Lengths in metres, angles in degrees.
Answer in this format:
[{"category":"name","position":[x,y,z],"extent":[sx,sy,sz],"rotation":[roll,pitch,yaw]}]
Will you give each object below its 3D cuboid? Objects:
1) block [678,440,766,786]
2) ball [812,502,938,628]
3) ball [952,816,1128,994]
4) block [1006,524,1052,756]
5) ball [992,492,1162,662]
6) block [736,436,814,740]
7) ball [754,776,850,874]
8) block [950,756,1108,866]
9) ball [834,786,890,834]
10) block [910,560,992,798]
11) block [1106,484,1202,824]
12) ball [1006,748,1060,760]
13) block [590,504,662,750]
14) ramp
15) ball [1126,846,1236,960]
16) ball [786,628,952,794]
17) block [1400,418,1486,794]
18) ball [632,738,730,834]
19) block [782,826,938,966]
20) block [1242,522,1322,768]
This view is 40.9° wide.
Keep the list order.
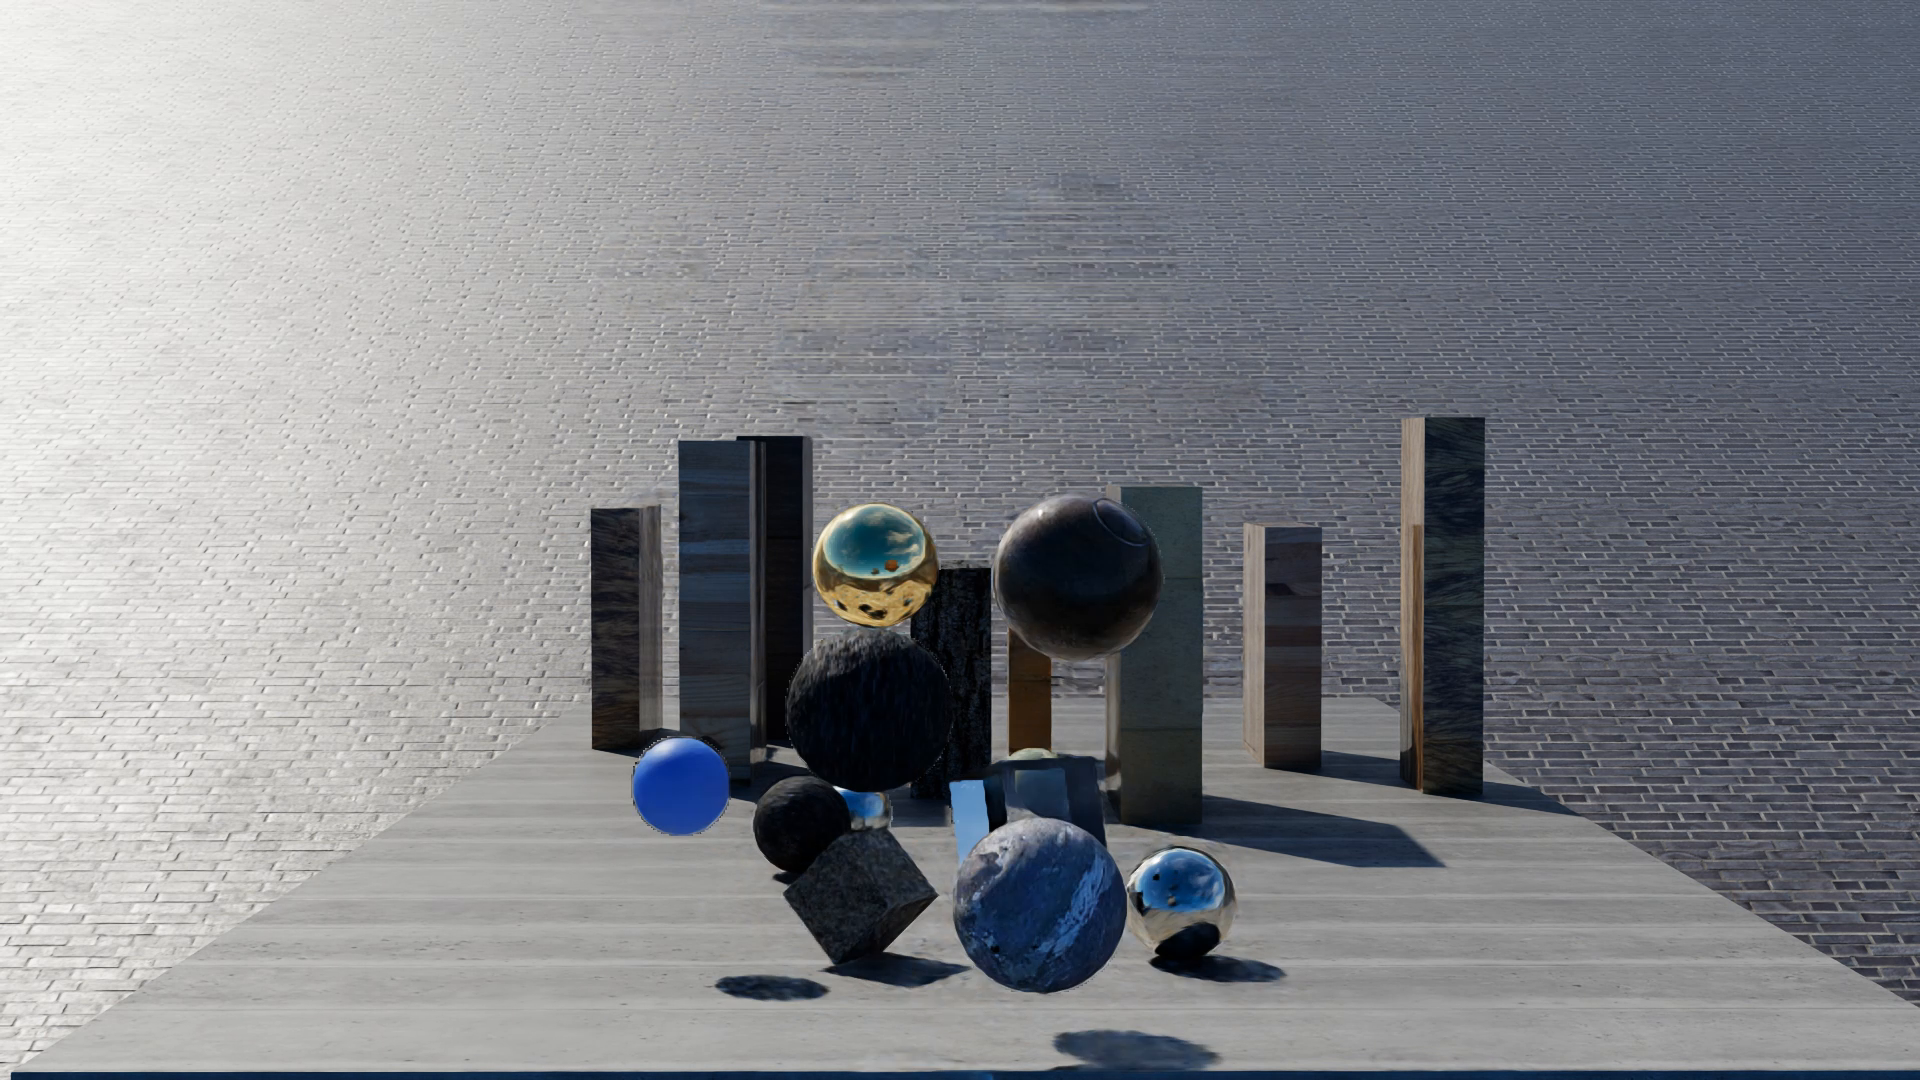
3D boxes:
[{"category":"block","position":[-0.454,0.131,4.972],"extent":[0.131,0.641,0.418],"rotation":[0,2,0]},{"category":"ball","position":[-0.099,0.029,3.022],"extent":[0.148,0.148,0.148],"rotation":[0,25,0]},{"category":"ball","position":[0.080,0.367,2.594],"extent":[0.176,0.176,0.176],"rotation":[0,25,0]},{"category":"block","position":[0.139,0.207,5.221],"extent":[0.084,0.471,0.248],"rotation":[0,2,0]},{"category":"ball","position":[0.120,0.038,2.635],"extent":[0.173,0.173,0.173],"rotation":[0,25,0]},{"category":"block","position":[-0.412,0.097,5.782],"extent":[0.143,0.657,0.406],"rotation":[0,2,0]},{"category":"ball","position":[-0.231,0.417,3.777],"extent":[0.143,0.143,0.143],"rotation":[0,25,0]},{"category":"block","position":[0.096,0.397,3.619],"extent":[0.152,0.152,0.152],"rotation":[0,-15,-29]},{"category":"ball","position":[-0.163,0.426,4.002],"extent":[0.110,0.110,0.110],"rotation":[0,25,0]},{"category":"block","position":[-0.017,0.251,4.802],"extent":[0.145,0.411,0.393],"rotation":[0,2,0]},{"category":"block","position":[0.334,0.185,4.494],"extent":[0.135,0.560,0.441],"rotation":[0,2,0]},{"category":"ball","position":[0.123,0.408,4.271],"extent":[0.129,0.129,0.129],"rotation":[0,25,0]},{"category":"block","position":[-0.722,0.179,5.606],"extent":[0.100,0.504,0.427],"rotation":[0,2,0]},{"category":"ramp","position":[0.057,0.514,4.555],"extent":[2.000,0.100,4.000],"rotation":[0,2,0]},{"category":"ball","position":[0.267,0.440,3.126],"extent":[0.137,0.137,0.137],"rotation":[0,25,0]},{"category":"ball","position":[-0.083,0.155,2.347],"extent":[0.150,0.150,0.150],"rotation":[0,25,0]},{"category":"block","position":[0.892,0.116,4.780],"extent":[0.109,0.681,0.242],"rotation":[0,2,0]},{"category":"ball","position":[-0.338,0.298,3.123],"extent":[0.117,0.117,0.117],"rotation":[0,25,0]},{"category":"block","position":[-0.120,0.430,3.125],"extent":[0.109,0.109,0.109],"rotation":[51,24,19]},{"category":"block","position":[0.653,0.205,5.245],"extent":[0.112,0.473,0.380],"rotation":[0,2,0]}]
